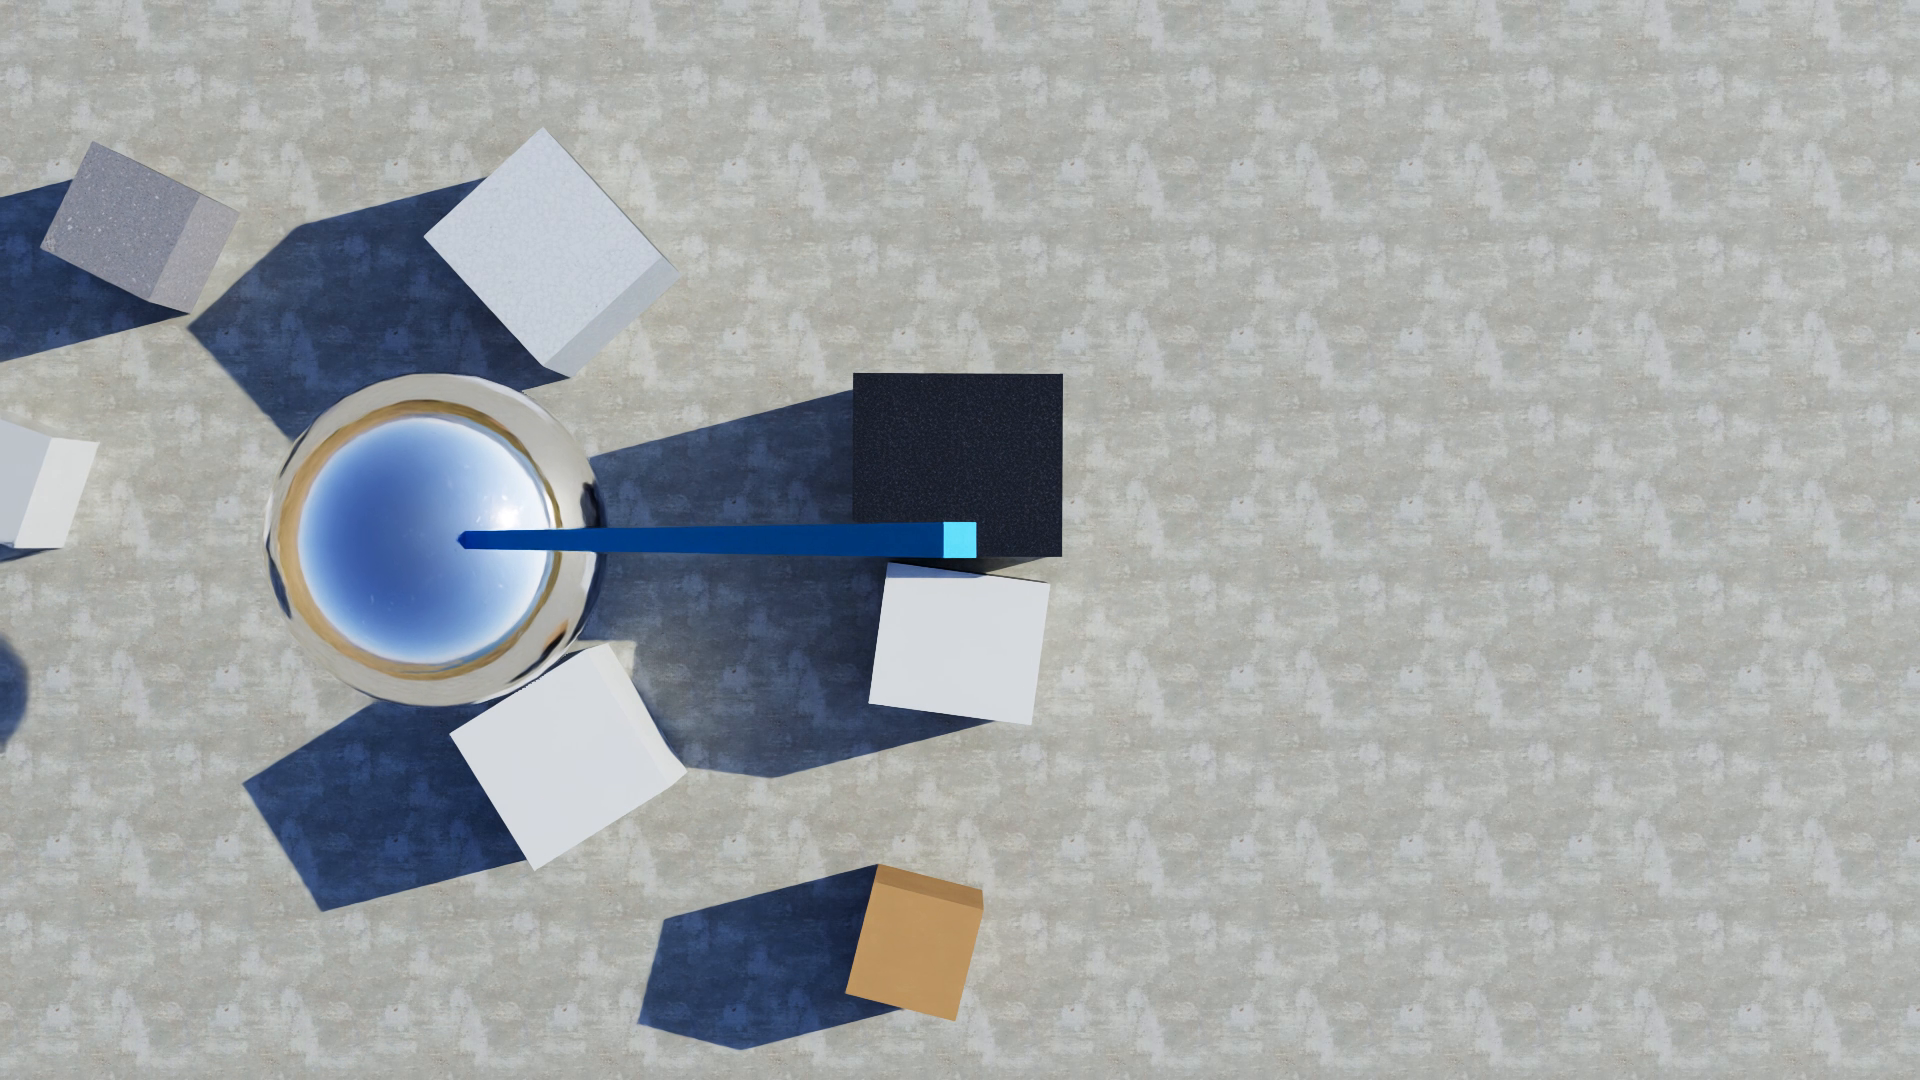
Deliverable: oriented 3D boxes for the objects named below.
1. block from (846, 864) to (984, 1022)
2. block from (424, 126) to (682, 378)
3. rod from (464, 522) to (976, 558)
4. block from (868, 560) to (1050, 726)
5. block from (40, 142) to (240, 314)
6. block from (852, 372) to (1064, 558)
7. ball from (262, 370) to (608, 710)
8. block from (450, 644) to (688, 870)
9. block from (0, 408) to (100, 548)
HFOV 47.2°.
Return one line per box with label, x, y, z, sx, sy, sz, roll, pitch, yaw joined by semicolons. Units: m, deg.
block;-0.254;2.303;12.650;0.635;0.700;0.644;14;90;0
block;-2.297;-1.617;12.552;0.894;0.895;0.969;-43;90;0
rod;-1.071;0.000;7.326;0.080;5.200;0.080;0;90;-24
block;-0.003;0.574;12.586;0.908;0.829;0.789;8;90;0
block;-4.702;-1.786;12.656;0.676;0.688;0.667;26;90;0
block;-0.012;-0.407;12.456;1.138;1.087;0.994;0;90;0
ball;-2.473;0.000;10.423;1.600;1.600;1.600;0;90;0
block;-2.224;1.224;12.612;0.888;0.777;0.897;-32;90;0
block;-5.545;-0.386;12.659;0.742;0.683;0.659;19;90;0
